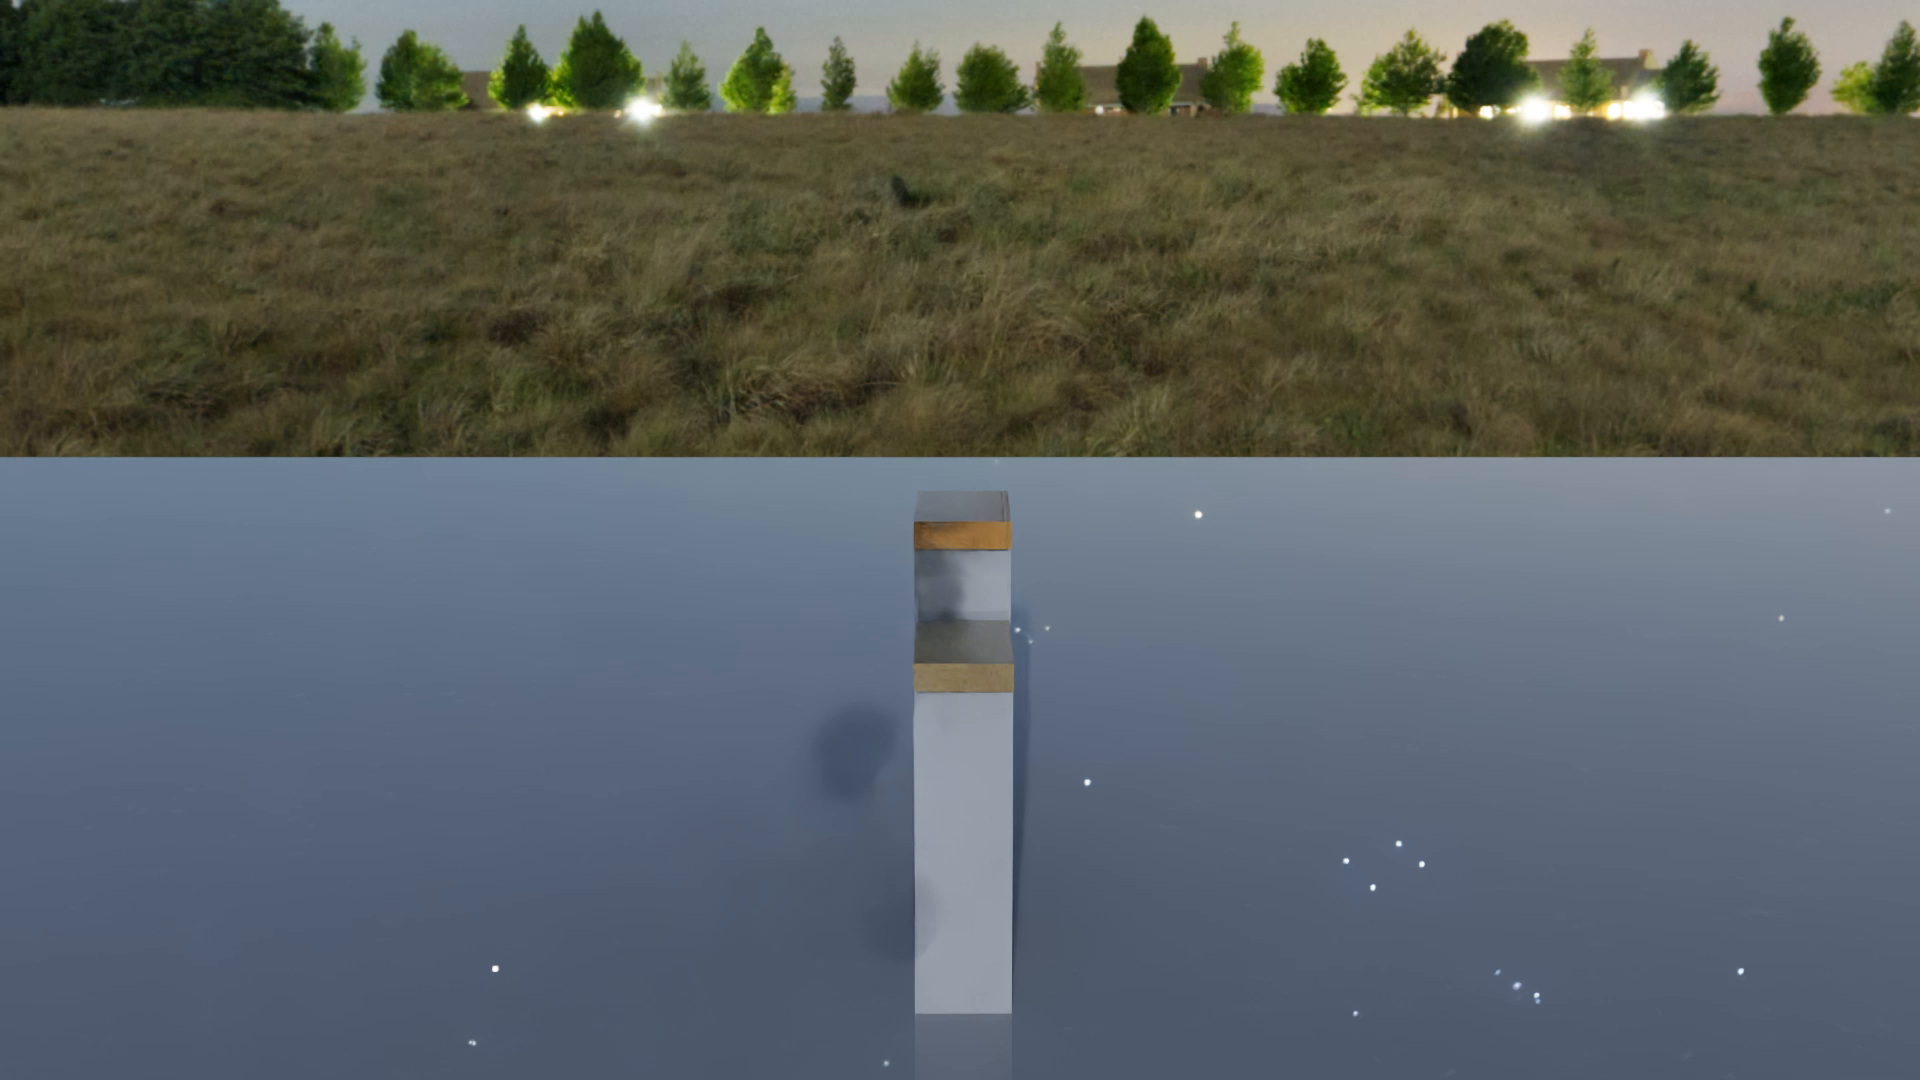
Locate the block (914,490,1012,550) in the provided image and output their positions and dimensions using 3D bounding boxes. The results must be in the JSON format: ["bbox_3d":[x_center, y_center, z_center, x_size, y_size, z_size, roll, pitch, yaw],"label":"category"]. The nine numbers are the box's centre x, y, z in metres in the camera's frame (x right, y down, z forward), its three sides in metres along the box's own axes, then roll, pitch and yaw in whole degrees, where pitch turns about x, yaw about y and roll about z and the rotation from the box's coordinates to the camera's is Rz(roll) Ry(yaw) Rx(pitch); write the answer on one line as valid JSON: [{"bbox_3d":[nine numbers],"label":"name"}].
[{"bbox_3d":[0.004,-0.033,3.448,0.147,0.042,0.293,0,11,0],"label":"block"}]

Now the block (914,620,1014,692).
[{"bbox_3d":[0.005,0.166,3.189,0.139,0.040,0.279,0,10,0],"label":"block"}]

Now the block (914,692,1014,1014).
[{"bbox_3d":[0.005,0.441,3.145,0.140,0.484,0.040,0,11,0],"label":"block"}]

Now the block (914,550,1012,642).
[{"bbox_3d":[0.004,0.215,3.395,0.147,0.427,0.042,0,10,0],"label":"block"}]
